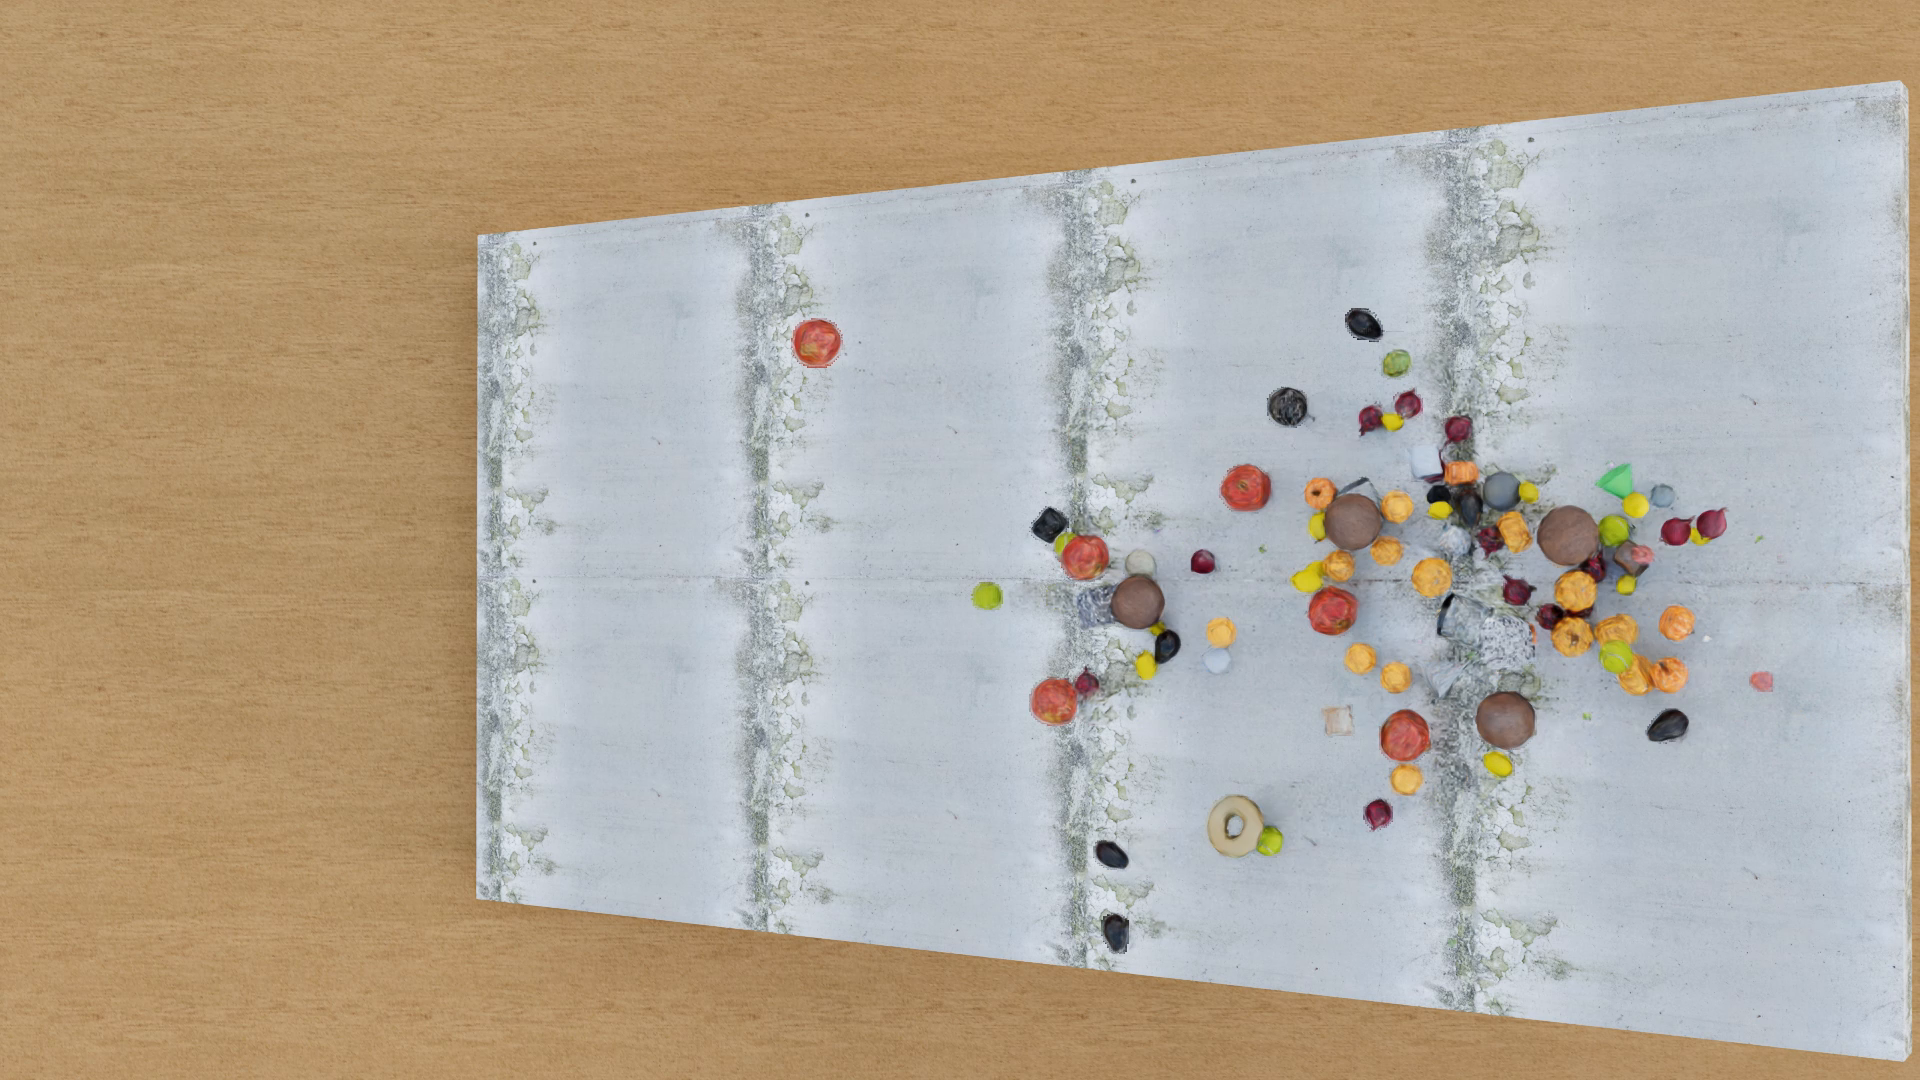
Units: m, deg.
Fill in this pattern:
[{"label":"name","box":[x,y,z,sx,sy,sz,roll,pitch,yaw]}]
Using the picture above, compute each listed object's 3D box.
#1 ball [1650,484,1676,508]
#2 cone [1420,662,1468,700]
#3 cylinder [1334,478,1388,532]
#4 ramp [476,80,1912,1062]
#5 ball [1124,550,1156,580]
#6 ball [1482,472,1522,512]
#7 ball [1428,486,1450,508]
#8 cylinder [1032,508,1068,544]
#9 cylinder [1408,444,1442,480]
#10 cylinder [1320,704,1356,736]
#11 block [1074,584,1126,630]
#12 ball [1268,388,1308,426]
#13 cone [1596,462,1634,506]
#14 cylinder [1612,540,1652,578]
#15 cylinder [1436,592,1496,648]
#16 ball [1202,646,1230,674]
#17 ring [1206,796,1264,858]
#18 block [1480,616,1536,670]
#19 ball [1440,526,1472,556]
[{"label":"ball","box":[1.507,-0.094,4.716,0.051,0.051,0.051,0,89,0]},{"label":"cone","box":[1.106,0.297,4.972,0.097,0.097,0.097,-26,90,2]},{"label":"cylinder","box":[0.924,-0.081,5.063,0.091,0.091,0.091,-29,73,0]},{"label":"ramp","box":[0.259,0.071,5.598,4.000,0.100,2.000,0,89,32]},{"label":"ball","box":[0.441,0.061,5.378,0.076,0.076,0.076,0,89,0]},{"label":"ball","box":[1.205,-0.108,4.887,0.087,0.087,0.087,0,89,0]},{"label":"ball","box":[1.085,-0.098,4.984,0.052,0.052,0.052,0,89,0]},{"label":"cylinder","box":[0.223,-0.036,5.487,0.065,0.065,0.065,41,86,0]},{"label":"cylinder","box":[1.041,-0.175,4.920,0.066,0.066,0.066,-10,84,0]},{"label":"cylinder","box":[0.857,0.409,4.984,0.059,0.059,0.059,-20,89,25]},{"label":"block","box":[0.345,0.165,5.415,0.082,0.082,0.082,-10,80,-27]},{"label":"ball","box":[0.770,-0.313,5.164,0.089,0.089,0.089,0,89,0]},{"label":"cone","box":[1.437,-0.108,4.761,0.085,0.085,0.085,-35,94,0]},{"label":"cylinder","box":[1.450,0.039,4.743,0.060,0.060,0.060,-48,62,0]},{"label":"cylinder","box":[1.132,0.180,4.919,0.100,0.100,0.100,20,89,26]},{"label":"ball","box":[0.613,0.286,5.271,0.068,0.068,0.068,0,89,0]},{"label":"ring","box":[0.647,0.673,5.170,0.148,0.049,0.148,-14,67,36]},{"label":"block","box":[1.194,0.224,4.792,0.083,0.083,0.083,-21,59,33]},{"label":"ball","box":[1.111,0.003,4.933,0.068,0.068,0.068,0,89,0]}]
